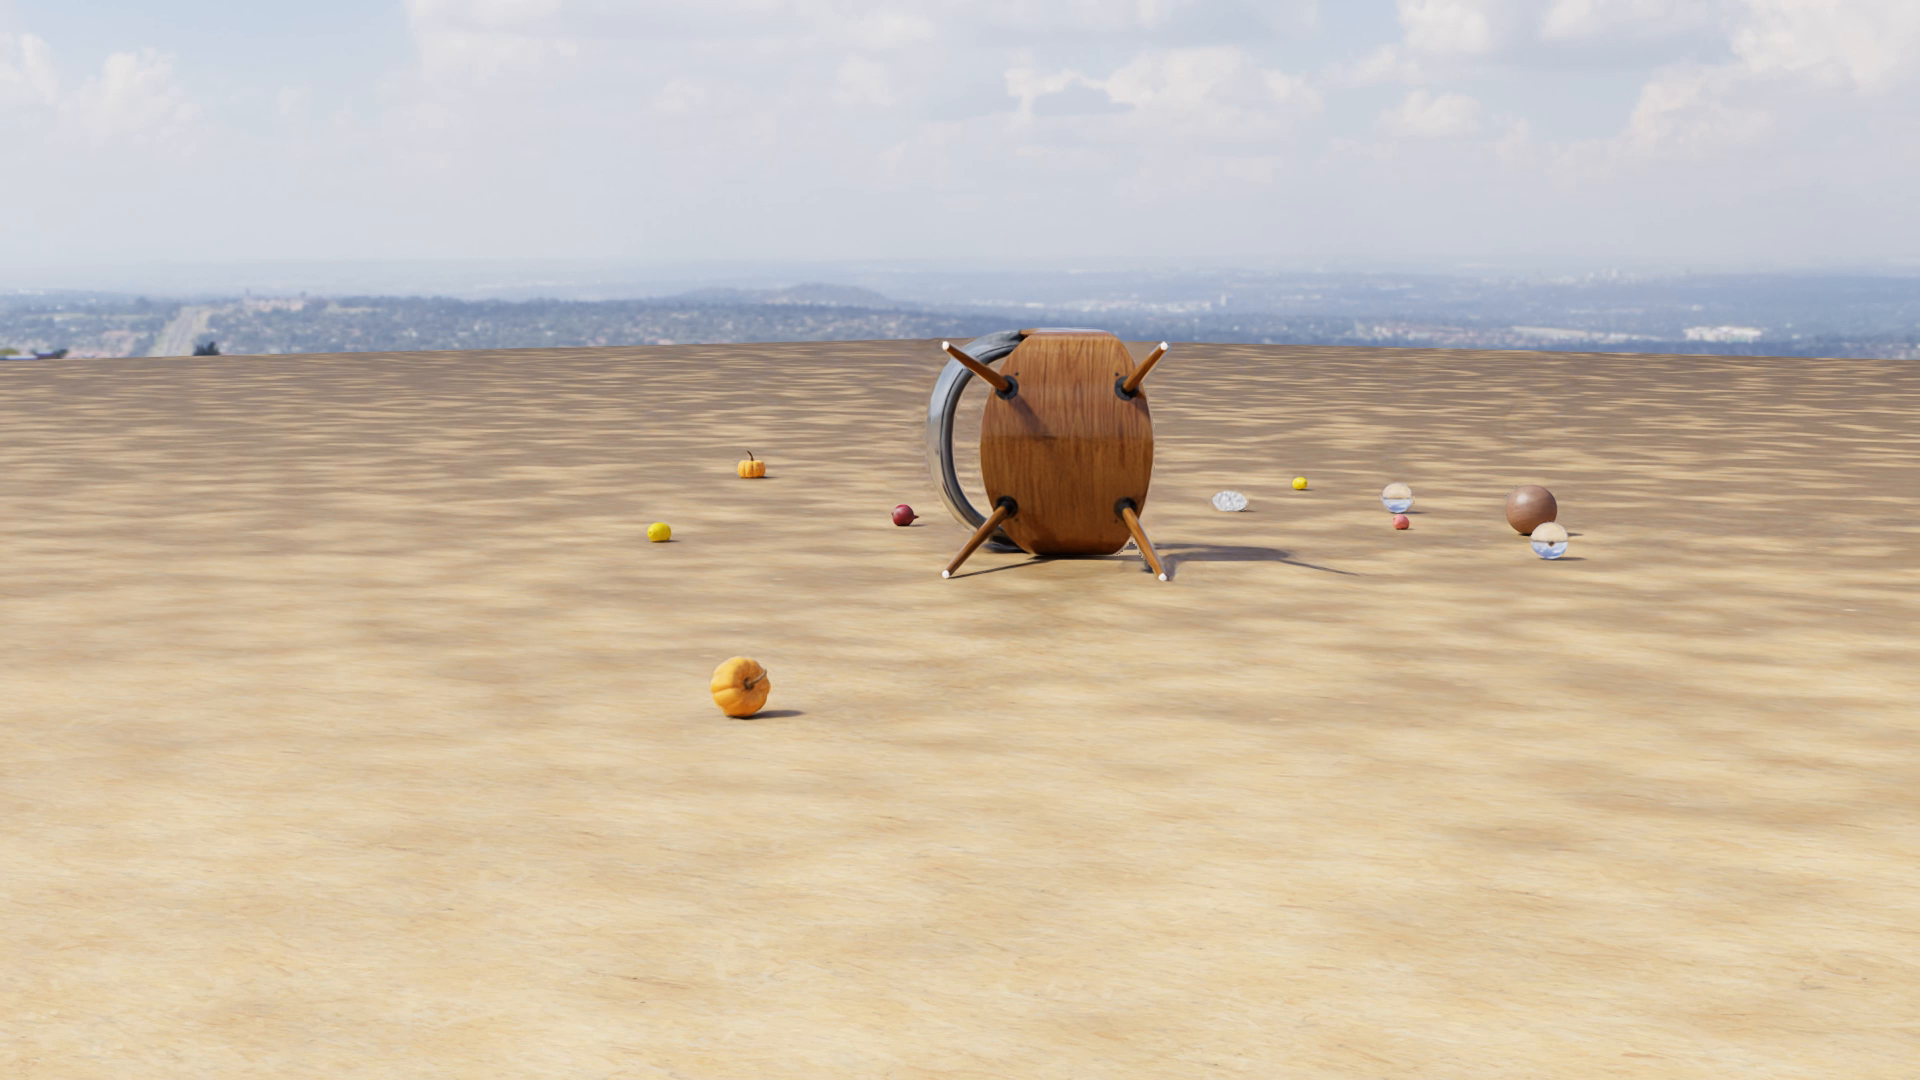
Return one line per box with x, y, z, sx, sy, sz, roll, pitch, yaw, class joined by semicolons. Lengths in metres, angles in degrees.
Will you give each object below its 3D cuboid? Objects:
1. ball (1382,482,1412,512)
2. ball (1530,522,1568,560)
1.216;-0.118;7.141;0.085;0.085;0.085;0;6;0;ball
1.372;0.002;5.973;0.087;0.087;0.087;0;6;0;ball
